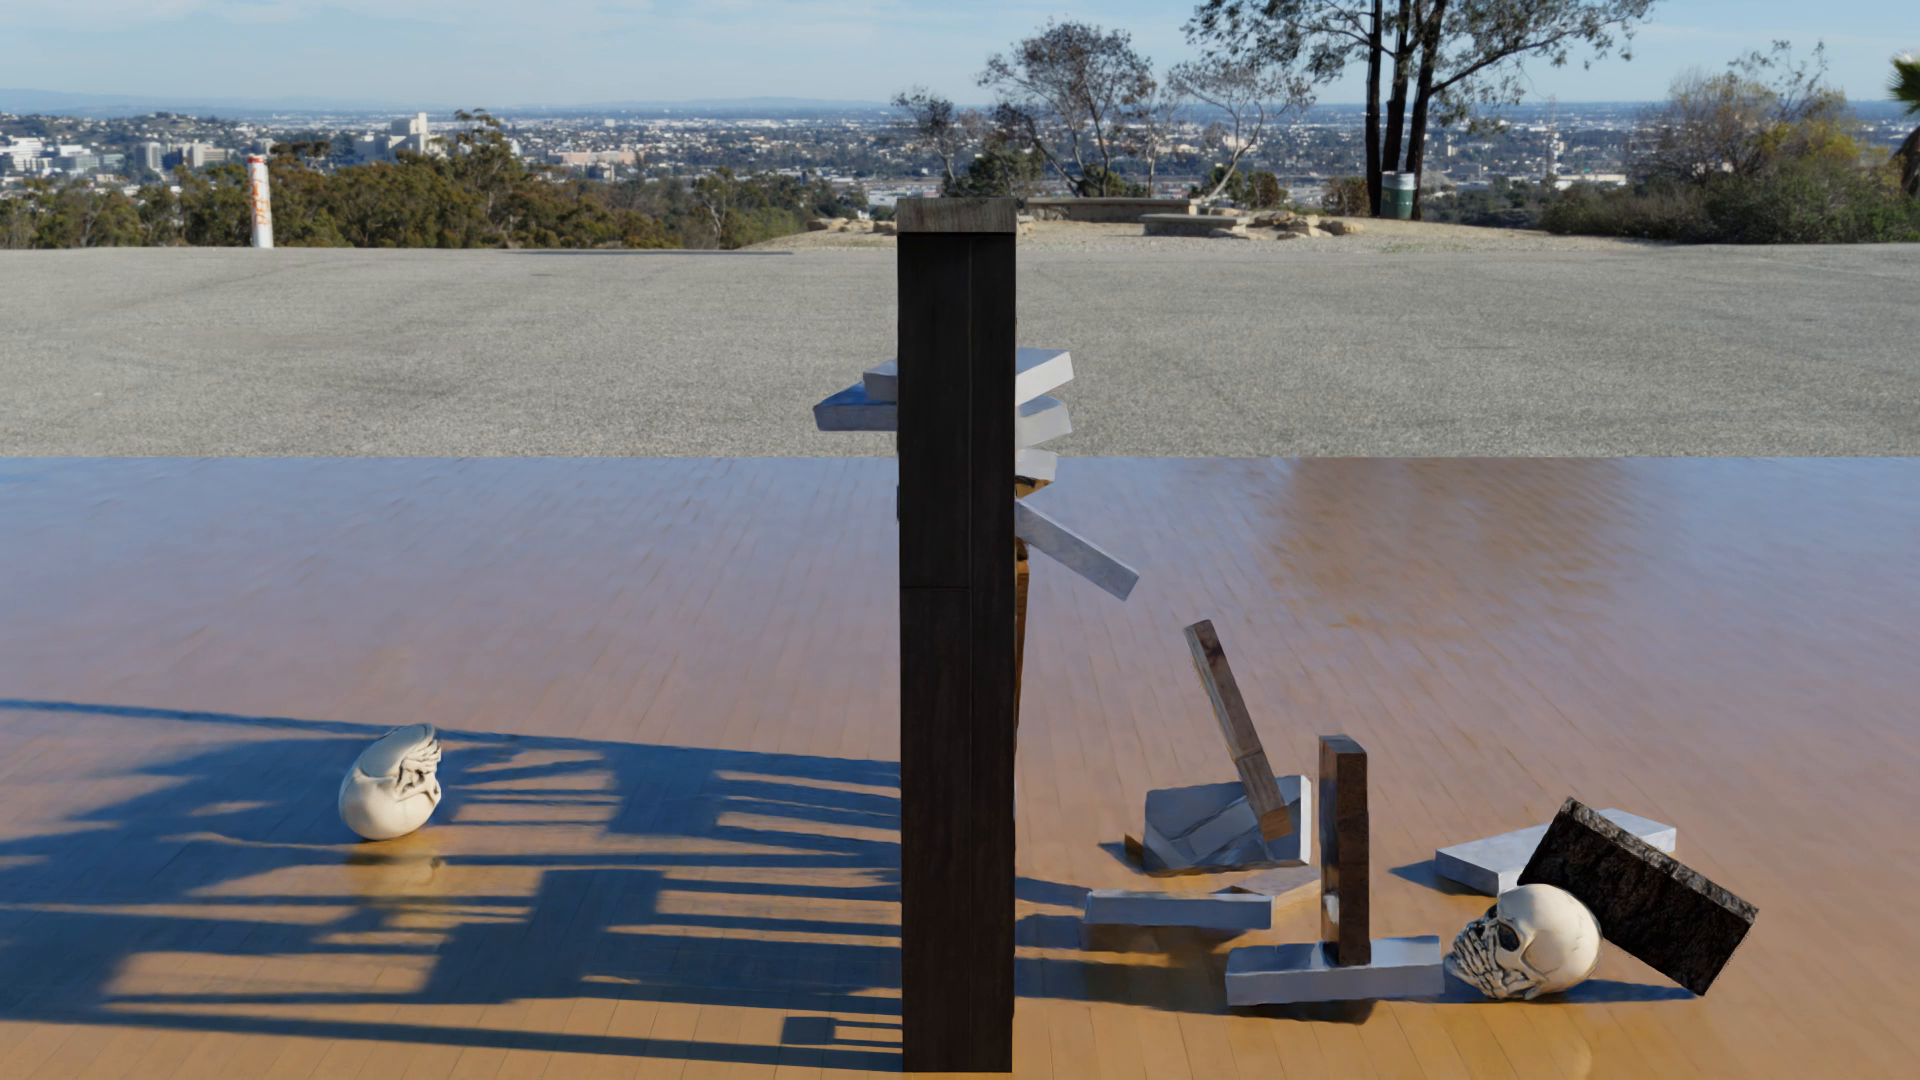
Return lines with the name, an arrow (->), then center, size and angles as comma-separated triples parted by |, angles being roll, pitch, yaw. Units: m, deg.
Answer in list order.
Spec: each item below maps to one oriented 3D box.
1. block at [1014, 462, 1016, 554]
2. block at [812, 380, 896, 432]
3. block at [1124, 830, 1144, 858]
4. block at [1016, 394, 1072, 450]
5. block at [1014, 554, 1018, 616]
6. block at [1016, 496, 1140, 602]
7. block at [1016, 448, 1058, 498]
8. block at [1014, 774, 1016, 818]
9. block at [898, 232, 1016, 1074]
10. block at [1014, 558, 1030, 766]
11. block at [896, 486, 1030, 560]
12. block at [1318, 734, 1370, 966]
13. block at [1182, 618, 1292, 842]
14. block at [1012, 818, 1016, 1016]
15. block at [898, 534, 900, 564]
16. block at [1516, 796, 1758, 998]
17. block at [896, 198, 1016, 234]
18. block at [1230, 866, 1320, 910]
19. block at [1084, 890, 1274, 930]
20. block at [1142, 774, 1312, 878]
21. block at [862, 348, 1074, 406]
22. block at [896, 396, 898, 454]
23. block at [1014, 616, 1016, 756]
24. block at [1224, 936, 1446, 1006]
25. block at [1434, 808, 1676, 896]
block -> 0.002, -0.145, 3.022 | 0.149, 0.323, 0.042 | 0, 10, 2
block -> -0.070, -0.205, 3.278 | 0.280, 0.040, 0.140 | 3, 24, 41
block -> 0.362, 0.544, 3.848 | 0.086, 0.024, 0.171 | -4, 11, -19
block -> 0.035, -0.186, 3.280 | 0.153, 0.043, 0.307 | -19, 19, -15
block -> 0.004, 0.044, 3.021 | 0.146, 0.041, 0.292 | 0, 14, 1
block -> 0.118, -0.012, 3.164 | 0.298, 0.042, 0.149 | 31, 4, 1
block -> 0.040, -0.107, 3.448 | 0.153, 0.043, 0.307 | 9, -7, -11
block -> 0.002, 0.341, 3.222 | 0.153, 0.043, 0.305 | 0, 11, 0
block -> -0.004, 0.166, 2.876 | 0.148, 1.123, 0.042 | 0, 12, 1
block -> 0.009, 0.286, 3.692 | 0.175, 0.551, 0.050 | 1, 27, -5
block -> 0.009, -0.024, 3.449 | 0.175, 0.050, 0.350 | -1, -11, 5
block -> 0.559, 0.448, 3.204 | 0.043, 0.307, 0.153 | -2, 5, 0
block -> 0.400, 0.275, 3.170 | 0.042, 0.298, 0.149 | -21, -25, 3
block -> 0.002, 0.531, 3.154 | 0.153, 0.305, 0.043 | 0, 11, 0
block -> -0.002, 0.147, 3.399 | 0.175, 0.350, 0.050 | 0, 28, 1
block -> 0.994, 0.525, 3.241 | 0.307, 0.153, 0.043 | 31, 34, 17
block -> -0.002, -0.421, 2.871 | 0.148, 0.042, 0.296 | 0, 7, 1
block -> 0.539, 0.577, 3.670 | 0.171, 0.024, 0.085 | -10, 15, -44
block -> 0.346, 0.579, 3.455 | 0.288, 0.041, 0.144 | 0, -5, 10
block -> 0.436, 0.471, 3.602 | 0.280, 0.140, 0.040 | -10, -29, 30
block -> 0.009, -0.239, 3.185 | 0.144, 0.041, 0.288 | -28, 25, -38
block -> -0.008, -0.259, 2.947 | 0.148, 0.296, 0.042 | 0, -8, 2
block -> 0.002, 0.224, 2.988 | 0.146, 0.292, 0.041 | 0, 28, 0
block -> 0.546, 0.627, 3.206 | 0.307, 0.043, 0.153 | -6, 4, 11
block -> 1.039, 0.540, 3.827 | 0.443, 0.041, 0.144 | -7, 13, -32
